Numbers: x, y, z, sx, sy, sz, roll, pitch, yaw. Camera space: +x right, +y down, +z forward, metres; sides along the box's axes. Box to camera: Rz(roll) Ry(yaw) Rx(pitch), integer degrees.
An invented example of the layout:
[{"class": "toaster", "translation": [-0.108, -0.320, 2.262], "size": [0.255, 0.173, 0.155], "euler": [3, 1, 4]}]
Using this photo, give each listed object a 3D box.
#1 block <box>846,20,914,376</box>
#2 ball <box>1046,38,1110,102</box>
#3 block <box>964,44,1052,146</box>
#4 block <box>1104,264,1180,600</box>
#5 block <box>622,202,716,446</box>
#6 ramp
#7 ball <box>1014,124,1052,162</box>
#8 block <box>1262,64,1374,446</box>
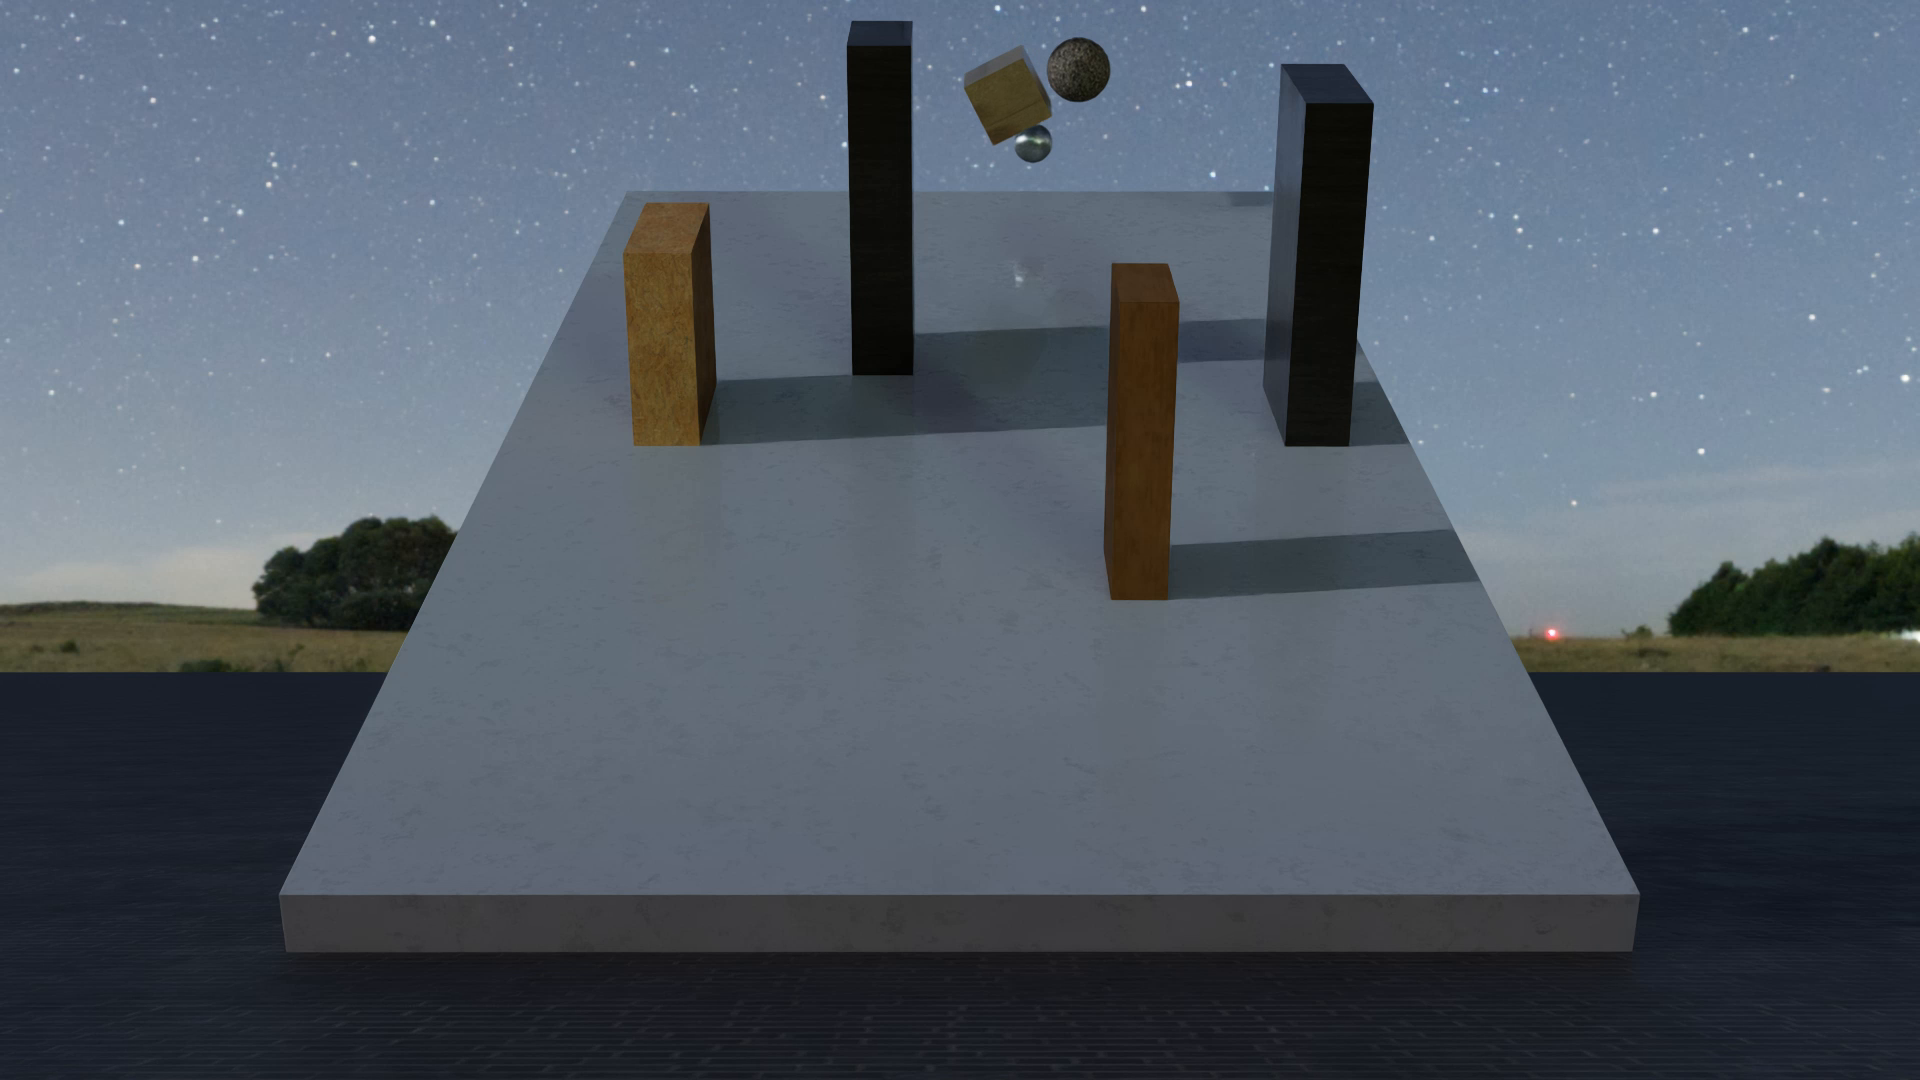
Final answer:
[{"class": "block", "translation": [-0.184, -0.810, 5.495], "size": [0.144, 0.782, 0.294], "euler": [0, 23, 0]}, {"class": "ball", "translation": [0.358, -1.419, 6.995], "size": [0.191, 0.191, 0.191], "euler": [0, -3, 0]}, {"class": "block", "translation": [0.139, -1.288, 6.703], "size": [0.189, 0.189, 0.189], "euler": [-25, 21, 11]}, {"class": "block", "translation": [0.337, -0.203, 4.342], "size": [0.105, 0.584, 0.240], "euler": [0, 23, 0]}, {"class": "block", "translation": [-0.644, -0.488, 5.184], "size": [0.144, 0.437, 0.409], "euler": [0, 23, 0]}, {"class": "ramp", "translation": [-0.008, -0.227, 5.258], "size": [2.000, 0.100, 4.000], "euler": [0, 23, 0]}, {"class": "ball", "translation": [0.219, -1.188, 6.927], "size": [0.117, 0.117, 0.117], "euler": [0, -3, 0]}, {"class": "block", "translation": [0.784, -0.632, 5.117], "size": [0.140, 0.759, 0.394], "euler": [0, 23, 0]}]
